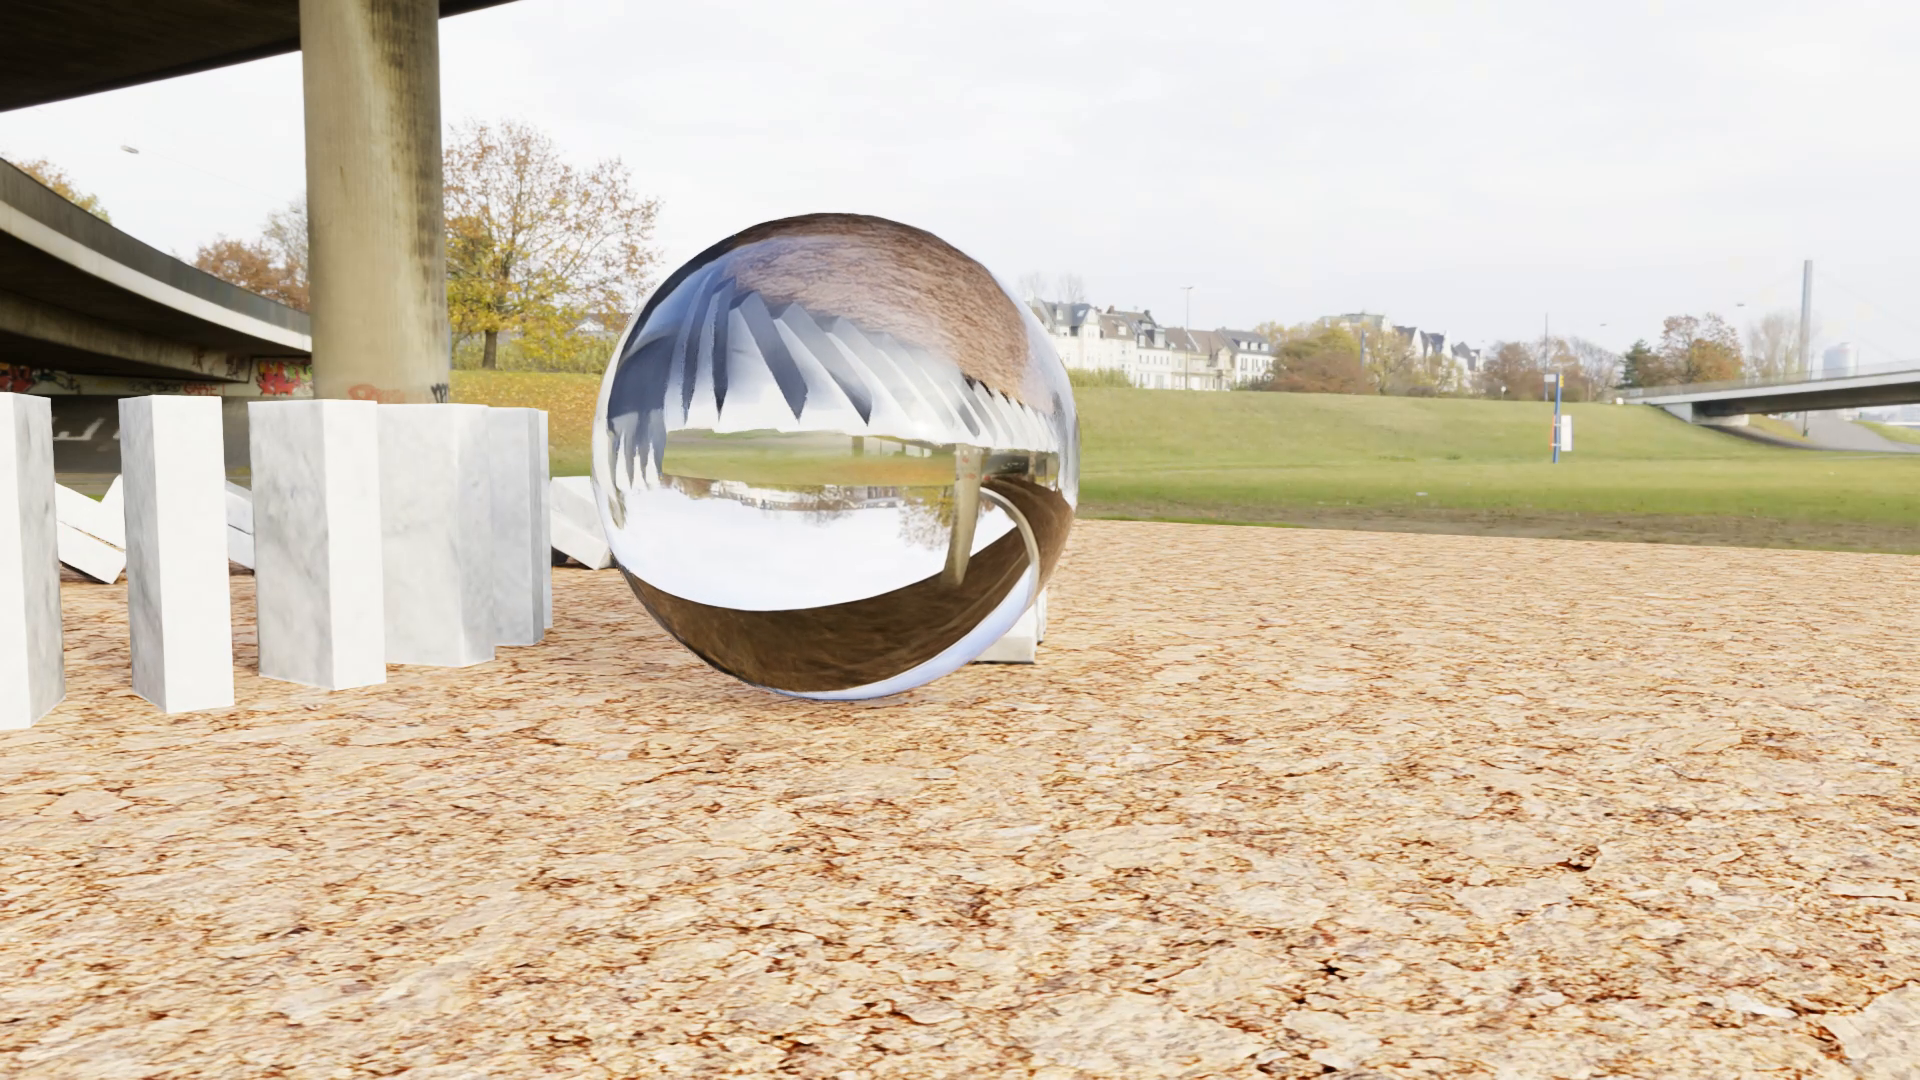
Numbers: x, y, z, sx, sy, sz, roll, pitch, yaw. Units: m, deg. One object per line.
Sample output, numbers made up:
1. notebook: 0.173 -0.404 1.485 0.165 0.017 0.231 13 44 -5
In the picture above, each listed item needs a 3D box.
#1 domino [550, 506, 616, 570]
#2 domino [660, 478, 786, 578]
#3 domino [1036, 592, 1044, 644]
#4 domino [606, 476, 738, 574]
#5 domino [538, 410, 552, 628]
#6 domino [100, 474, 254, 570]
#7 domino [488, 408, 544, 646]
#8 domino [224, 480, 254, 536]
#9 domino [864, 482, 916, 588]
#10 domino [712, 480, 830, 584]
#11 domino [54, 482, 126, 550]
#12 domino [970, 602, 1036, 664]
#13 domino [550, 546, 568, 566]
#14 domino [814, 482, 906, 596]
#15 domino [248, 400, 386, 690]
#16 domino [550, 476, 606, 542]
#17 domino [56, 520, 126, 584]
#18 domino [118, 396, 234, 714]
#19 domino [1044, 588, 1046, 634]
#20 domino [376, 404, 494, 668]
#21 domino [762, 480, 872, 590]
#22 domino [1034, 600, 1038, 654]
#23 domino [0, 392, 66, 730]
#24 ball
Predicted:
1. domino: -0.140 -0.006 0.446 0.050 0.010 0.025 27 9 8
2. domino: -0.074 -0.005 0.426 0.050 0.010 0.025 35 24 32
3. domino: 0.006 0.000 0.287 0.025 0.050 0.010 1 -39 4
4. domino: -0.094 -0.006 0.437 0.050 0.009 0.025 33 20 27
5. domino: -0.108 -0.005 0.296 0.025 0.050 0.009 -1 5 -19
6. domino: -0.248 -0.005 0.415 0.050 0.009 0.025 31 -12 -29
7. domino: -0.103 -0.003 0.273 0.025 0.050 0.009 0 4 -4
8. domino: -0.229 -0.006 0.430 0.050 0.009 0.025 28 -4 -17
9. domino: -0.008 0.000 0.362 0.025 0.010 0.050 -2 32 -21
10. domino: -0.055 -0.004 0.413 0.025 0.009 0.050 -4 32 -45
11. domino: -0.264 -0.004 0.399 0.050 0.009 0.025 36 -19 -37
12. domino: 0.003 0.002 0.261 0.025 0.050 0.009 0 -39 4
13. domino: -0.162 -0.006 0.447 0.050 0.010 0.025 27 7 4
14. domino: -0.022 -0.001 0.380 0.025 0.010 0.050 -3 31 -30
15. domino: -0.116 0.000 0.230 0.025 0.050 0.009 3 5 34
16. domino: -0.116 -0.006 0.444 0.050 0.010 0.025 30 15 19
17. domino: -0.278 -0.004 0.382 0.025 0.010 0.050 4 -28 43
18. domino: -0.130 0.002 0.213 0.009 0.050 0.025 -4 6 -43
19. domino: 0.007 -0.001 0.300 0.025 0.050 0.009 0 -39 3
20. domino: -0.105 -0.001 0.251 0.025 0.050 0.009 1 4 17
21. domino: -0.038 -0.002 0.397 0.025 0.010 0.050 -3 32 -39
22. domino: 0.004 0.001 0.274 0.025 0.050 0.009 1 -39 4
23. domino: -0.149 0.003 0.200 0.010 0.050 0.025 -2 5 -25
24. ball: -0.020 -0.013 0.213 0.080 0.080 0.080 0 4 0
